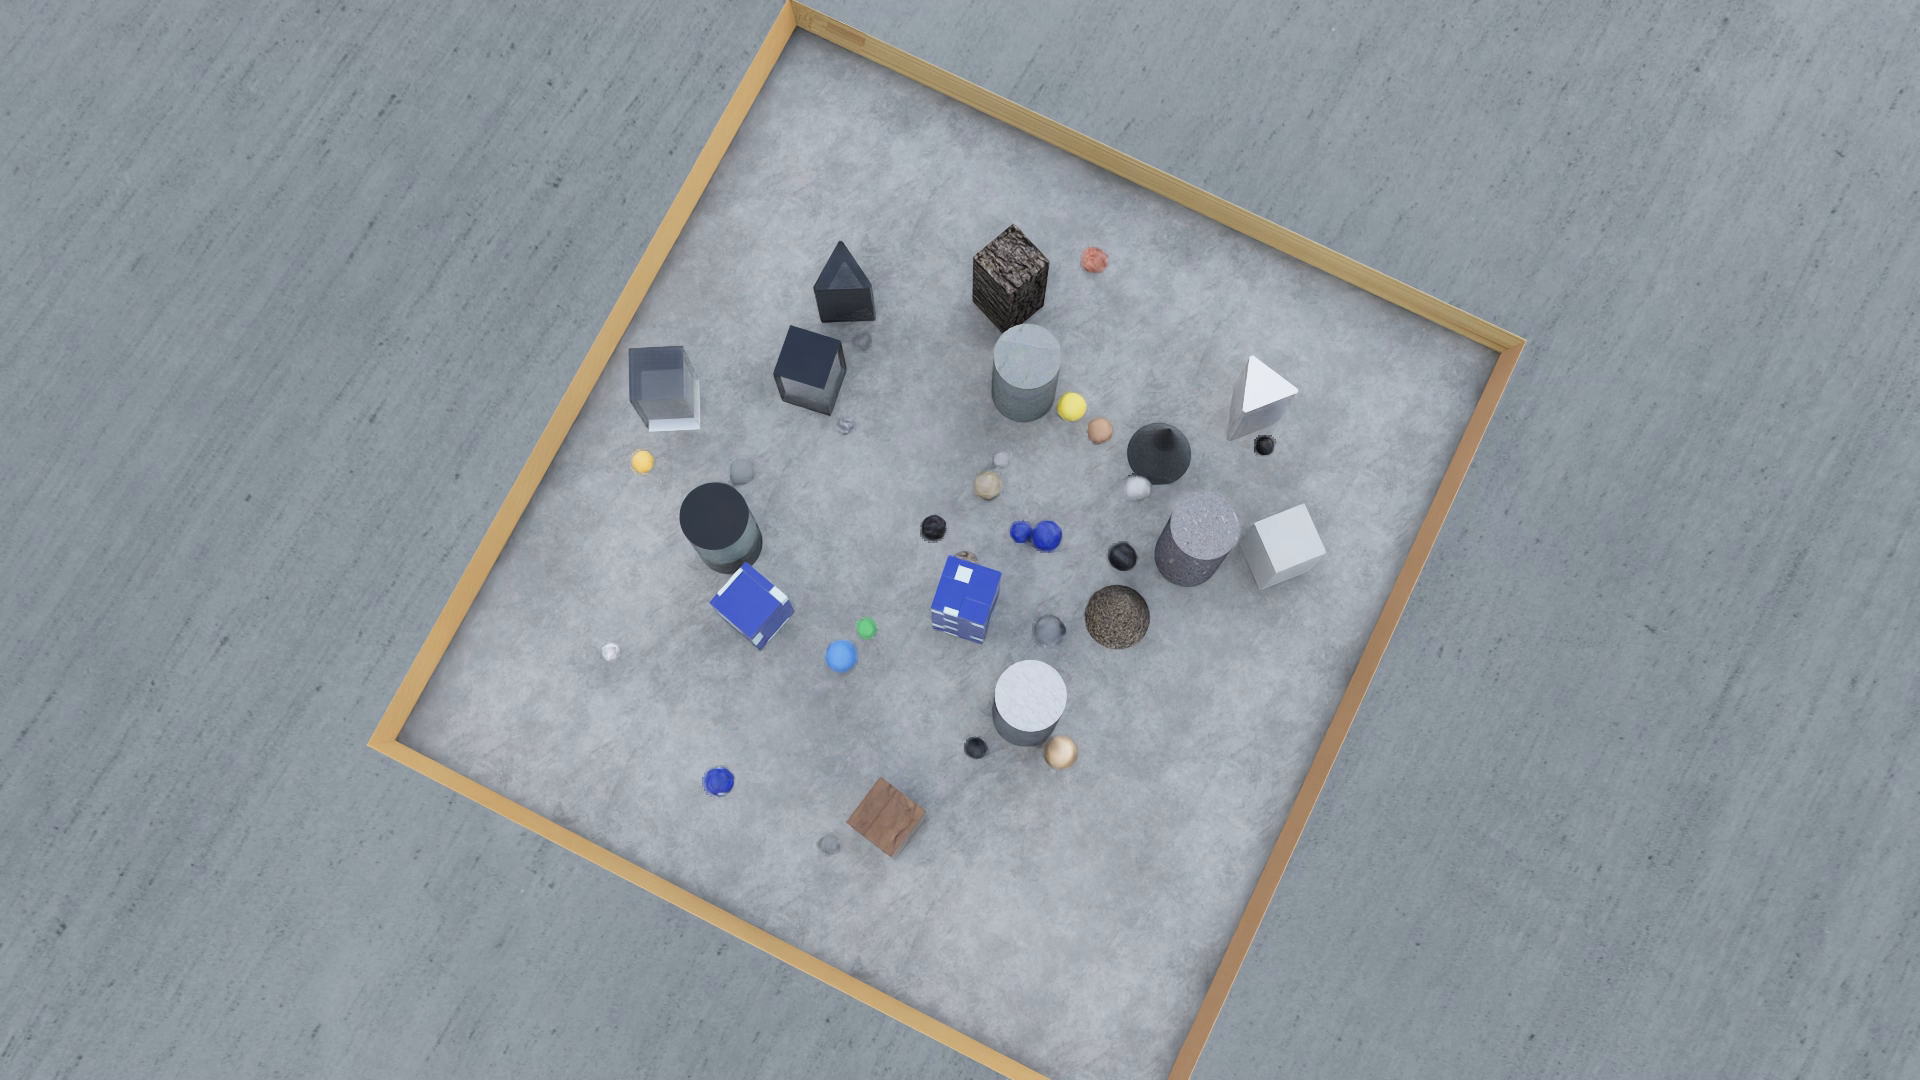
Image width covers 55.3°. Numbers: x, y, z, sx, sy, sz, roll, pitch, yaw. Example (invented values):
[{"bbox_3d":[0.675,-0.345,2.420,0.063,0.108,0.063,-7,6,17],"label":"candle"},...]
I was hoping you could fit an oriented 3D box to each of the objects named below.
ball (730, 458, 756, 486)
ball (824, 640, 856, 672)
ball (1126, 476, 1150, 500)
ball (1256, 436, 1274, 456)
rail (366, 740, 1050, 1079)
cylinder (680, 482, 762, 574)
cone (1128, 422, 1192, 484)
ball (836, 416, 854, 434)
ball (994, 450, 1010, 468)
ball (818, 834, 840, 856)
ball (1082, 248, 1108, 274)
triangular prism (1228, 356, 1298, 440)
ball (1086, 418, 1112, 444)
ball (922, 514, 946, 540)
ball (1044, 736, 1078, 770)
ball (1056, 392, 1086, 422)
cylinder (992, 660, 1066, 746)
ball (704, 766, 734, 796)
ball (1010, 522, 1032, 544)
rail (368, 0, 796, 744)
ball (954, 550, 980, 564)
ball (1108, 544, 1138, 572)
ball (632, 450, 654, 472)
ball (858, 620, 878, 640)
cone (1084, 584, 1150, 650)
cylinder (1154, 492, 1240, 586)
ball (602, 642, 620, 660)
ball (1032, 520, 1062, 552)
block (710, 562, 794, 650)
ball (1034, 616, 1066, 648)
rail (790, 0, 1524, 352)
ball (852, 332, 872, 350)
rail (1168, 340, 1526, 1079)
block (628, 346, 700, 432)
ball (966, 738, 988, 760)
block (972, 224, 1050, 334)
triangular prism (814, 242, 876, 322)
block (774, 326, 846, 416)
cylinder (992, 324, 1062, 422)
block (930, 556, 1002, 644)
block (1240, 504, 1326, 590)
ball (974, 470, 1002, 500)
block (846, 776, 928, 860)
[{"bbox_3d":[-0.665,-0.210,5.617,0.085,0.085,0.085,0,78,0],"label":"ball"},{"bbox_3d":[-0.357,0.349,5.495,0.097,0.097,0.097,0,78,0],"label":"ball"},{"bbox_3d":[0.545,-0.159,5.609,0.079,0.079,0.079,0,78,0],"label":"ball"},{"bbox_3d":[0.940,-0.290,5.646,0.059,0.059,0.059,0,78,0],"label":"ball"},{"bbox_3d":[-0.584,1.151,5.311,2.552,0.129,0.045,26,80,5],"label":"rail"},{"bbox_3d":[-0.704,-0.030,5.429,0.199,0.379,0.199,0,78,0],"label":"cylinder"},{"bbox_3d":[0.616,-0.298,5.524,0.199,0.302,0.199,0,78,0],"label":"cone"},{"bbox_3d":[-0.355,-0.353,5.662,0.054,0.054,0.054,0,78,0],"label":"ball"},{"bbox_3d":[0.129,-0.250,5.642,0.052,0.052,0.052,0,78,0],"label":"ball"},{"bbox_3d":[-0.385,0.898,5.399,0.063,0.063,0.063,0,78,0],"label":"ball"},{"bbox_3d":[0.425,-0.877,5.757,0.081,0.081,0.081,0,78,0],"label":"ball"},{"bbox_3d":[0.883,-0.440,5.537,0.172,0.335,0.149,-21,79,-4],"label":"triangular prism"},{"bbox_3d":[0.431,-0.337,5.645,0.080,0.080,0.080,0,78,0],"label":"ball"},{"bbox_3d":[-0.079,-0.038,5.585,0.077,0.077,0.077,0,78,0],"label":"ball"},{"bbox_3d":[0.298,0.632,5.435,0.100,0.100,0.100,0,78,0],"label":"ball"},{"bbox_3d":[0.344,-0.410,5.656,0.089,0.089,0.089,0,78,0],"label":"ball"},{"bbox_3d":[0.196,0.476,5.287,0.199,0.453,0.199,0,78,0],"label":"cylinder"},{"bbox_3d":[-0.712,0.714,5.424,0.087,0.087,0.087,0,78,0],"label":"ball"},{"bbox_3d":[0.186,-0.022,5.587,0.067,0.067,0.067,0,78,0],"label":"ball"},{"bbox_3d":[-1.120,-0.542,5.662,0.045,0.129,2.661,26,80,5],"label":"rail"},{"bbox_3d":[0.013,0.079,5.553,0.092,0.092,0.092,0,78,0],"label":"ball"},{"bbox_3d":[0.495,0.053,5.562,0.086,0.086,0.086,0,78,0],"label":"ball"},{"bbox_3d":[-0.974,-0.240,5.632,0.067,0.067,0.067,0,78,0],"label":"ball"},{"bbox_3d":[-0.280,0.269,5.530,0.060,0.060,0.060,0,78,0],"label":"ball"},{"bbox_3d":[0.478,0.196,5.383,0.199,0.379,0.199,0,78,0],"label":"cone"},{"bbox_3d":[0.694,0.002,5.395,0.199,0.433,0.199,0,78,0],"label":"cylinder"},{"bbox_3d":[-1.051,0.336,5.518,0.056,0.056,0.056,0,78,0],"label":"ball"},{"bbox_3d":[0.265,-0.013,5.572,0.093,0.093,0.093,0,78,0],"label":"ball"},{"bbox_3d":[-0.614,0.199,5.438,0.159,0.270,0.159,40,81,8],"label":"block"},{"bbox_3d":[0.269,0.274,5.511,0.096,0.096,0.096,0,78,0],"label":"ball"},{"bbox_3d":[0.584,-1.138,5.785,2.552,0.129,0.045,26,80,5],"label":"rail"},{"bbox_3d":[-0.306,-0.620,5.715,0.058,0.058,0.058,0,78,0],"label":"ball"},{"bbox_3d":[1.120,0.555,5.435,0.045,0.129,2.661,26,80,5],"label":"rail"},{"bbox_3d":[-0.889,-0.453,5.533,0.159,0.348,0.159,-3,78,-1],"label":"block"},{"bbox_3d":[0.051,0.621,5.456,0.064,0.064,0.064,0,78,0],"label":"ball"},{"bbox_3d":[0.151,-0.785,5.576,0.159,0.397,0.159,-41,81,-8],"label":"block"},{"bbox_3d":[-0.354,-0.794,5.626,0.172,0.304,0.149,-3,78,-1],"label":"triangular prism"},{"bbox_3d":[-0.453,-0.512,5.573,0.159,0.294,0.159,17,79,4],"label":"block"},{"bbox_3d":[0.198,-0.500,5.532,0.199,0.368,0.199,0,78,0],"label":"cylinder"},{"bbox_3d":[0.018,0.180,5.382,0.159,0.386,0.159,18,79,4],"label":"block"},{"bbox_3d":[0.959,0.024,5.463,0.159,0.291,0.159,-21,79,-4],"label":"block"},{"bbox_3d":[0.086,-0.166,5.605,0.090,0.090,0.090,0,78,0],"label":"ball"},{"bbox_3d":[-0.207,0.806,5.280,0.159,0.333,0.159,36,81,7],"label":"block"}]
